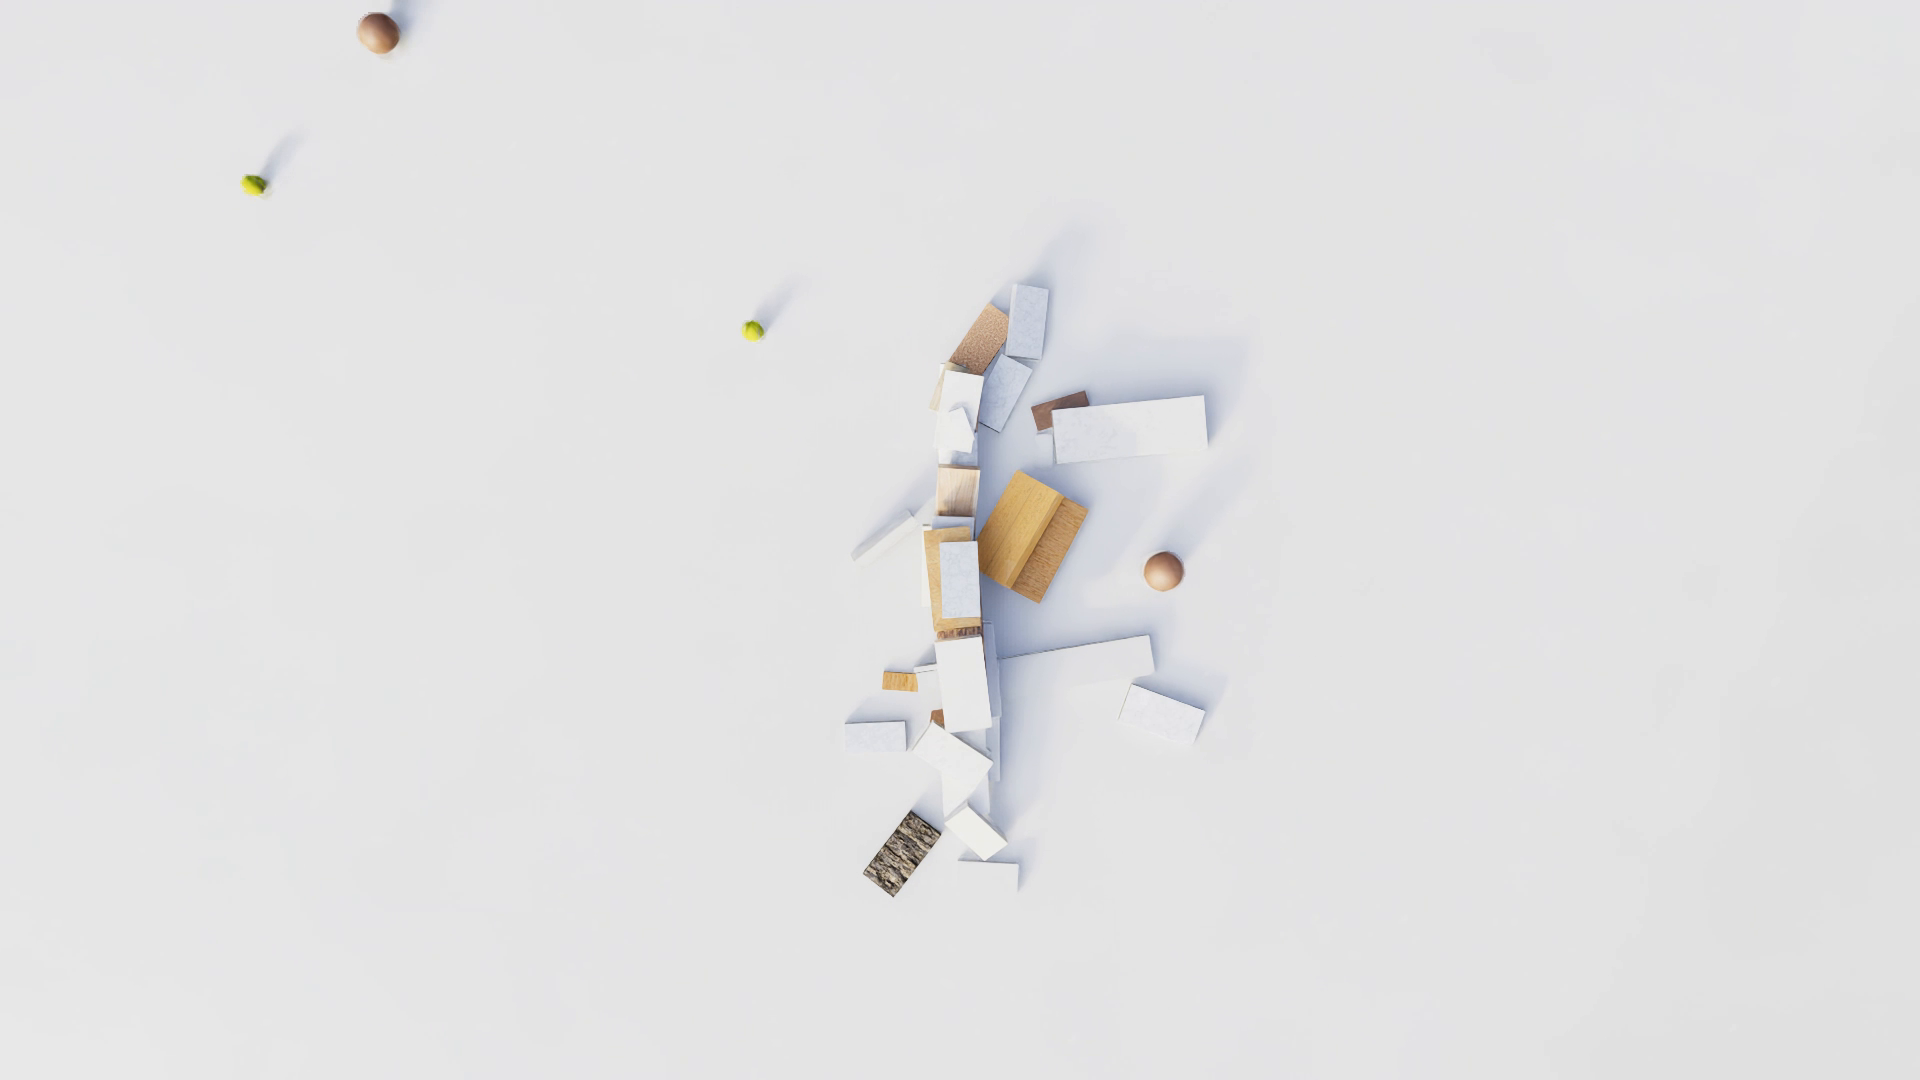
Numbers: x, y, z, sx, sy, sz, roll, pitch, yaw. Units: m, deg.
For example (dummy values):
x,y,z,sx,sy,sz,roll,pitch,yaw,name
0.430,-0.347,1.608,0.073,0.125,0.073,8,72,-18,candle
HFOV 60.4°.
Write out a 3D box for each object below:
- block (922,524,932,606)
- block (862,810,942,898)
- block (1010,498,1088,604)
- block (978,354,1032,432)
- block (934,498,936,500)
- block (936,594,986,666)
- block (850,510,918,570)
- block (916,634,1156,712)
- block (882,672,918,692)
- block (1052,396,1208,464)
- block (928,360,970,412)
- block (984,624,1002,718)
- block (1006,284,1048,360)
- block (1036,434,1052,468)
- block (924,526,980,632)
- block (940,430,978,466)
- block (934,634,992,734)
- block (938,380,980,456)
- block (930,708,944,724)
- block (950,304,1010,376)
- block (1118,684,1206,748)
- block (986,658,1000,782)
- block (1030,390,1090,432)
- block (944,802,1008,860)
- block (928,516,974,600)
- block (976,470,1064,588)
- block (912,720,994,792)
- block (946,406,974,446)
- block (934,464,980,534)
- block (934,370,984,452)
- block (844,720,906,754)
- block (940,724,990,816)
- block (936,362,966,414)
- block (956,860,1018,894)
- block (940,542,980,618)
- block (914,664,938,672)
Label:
x,y,z,sx,sy,sz,roll,pitch,yaw,name
-0.057,0.084,5.447,0.137,0.039,0.274,1,105,0,block
-0.193,1.043,5.482,0.130,0.037,0.259,37,90,0,block
0.267,0.015,5.475,0.176,0.050,0.353,28,90,0,block
0.135,-0.487,5.483,0.117,0.033,0.234,28,90,0,block
-0.030,-0.168,5.440,0.056,0.016,0.113,30,104,-8,block
0.000,0.295,5.329,0.149,0.042,0.299,-3,82,-3,block
-0.251,-0.003,5.437,0.241,0.121,0.034,-38,105,0,block
0.250,0.442,5.473,0.781,0.037,0.130,-9,90,-1,block
-0.198,0.472,5.492,0.118,0.017,0.059,4,90,0,block
0.561,-0.367,5.460,0.502,0.050,0.176,-6,96,-1,block
-0.035,-0.500,5.444,0.084,0.024,0.168,20,103,-4,block
0.046,0.429,5.355,0.151,0.043,0.302,-5,82,-3,block
0.222,-0.721,5.462,0.117,0.033,0.234,6,90,-23,block
0.280,-0.296,5.492,0.056,0.016,0.112,0,90,0,block
-0.027,0.125,5.309,0.149,0.042,0.323,-6,82,-3,block
-0.006,-0.235,5.449,0.126,0.036,0.252,0,105,0,block
0.010,0.459,5.269,0.149,0.042,0.299,-7,100,-2,block
-0.002,-0.399,5.438,0.126,0.036,0.252,4,110,-2,block
-0.072,0.615,5.492,0.059,0.017,0.118,8,90,0,block
0.076,-0.658,5.483,0.117,0.033,0.234,34,90,0,block
0.669,0.583,5.482,0.259,0.037,0.130,20,90,0,block
0.053,0.593,5.437,0.151,0.043,0.408,-1,100,-3,block
0.337,-0.429,5.488,0.189,0.024,0.084,-17,90,0,block
0.053,0.960,5.436,0.101,0.029,0.206,-38,113,14,block
-0.029,0.059,5.380,0.137,0.039,0.274,2,95,-4,block
0.177,-0.036,5.430,0.176,0.050,0.353,31,91,30,block
-0.024,0.703,5.369,0.241,0.034,0.121,34,96,-8,block
0.003,-0.370,5.352,0.056,0.016,0.113,-20,97,3,block
-0.013,-0.113,5.425,0.137,0.039,0.274,4,114,-1,block
-0.005,-0.419,5.371,0.126,0.036,0.252,10,98,-1,block
-0.281,0.657,5.486,0.203,0.029,0.101,-2,90,0,block
0.014,0.752,5.418,0.151,0.043,0.301,-4,100,-2,block
-0.029,-0.499,5.469,0.084,0.024,0.168,4,103,0,block
0.091,1.121,5.486,0.203,0.029,0.101,3,90,0,block
-0.001,0.128,5.271,0.121,0.034,0.241,-2,82,-3,block
-0.093,0.421,5.471,0.118,0.059,0.017,-8,90,0,block
